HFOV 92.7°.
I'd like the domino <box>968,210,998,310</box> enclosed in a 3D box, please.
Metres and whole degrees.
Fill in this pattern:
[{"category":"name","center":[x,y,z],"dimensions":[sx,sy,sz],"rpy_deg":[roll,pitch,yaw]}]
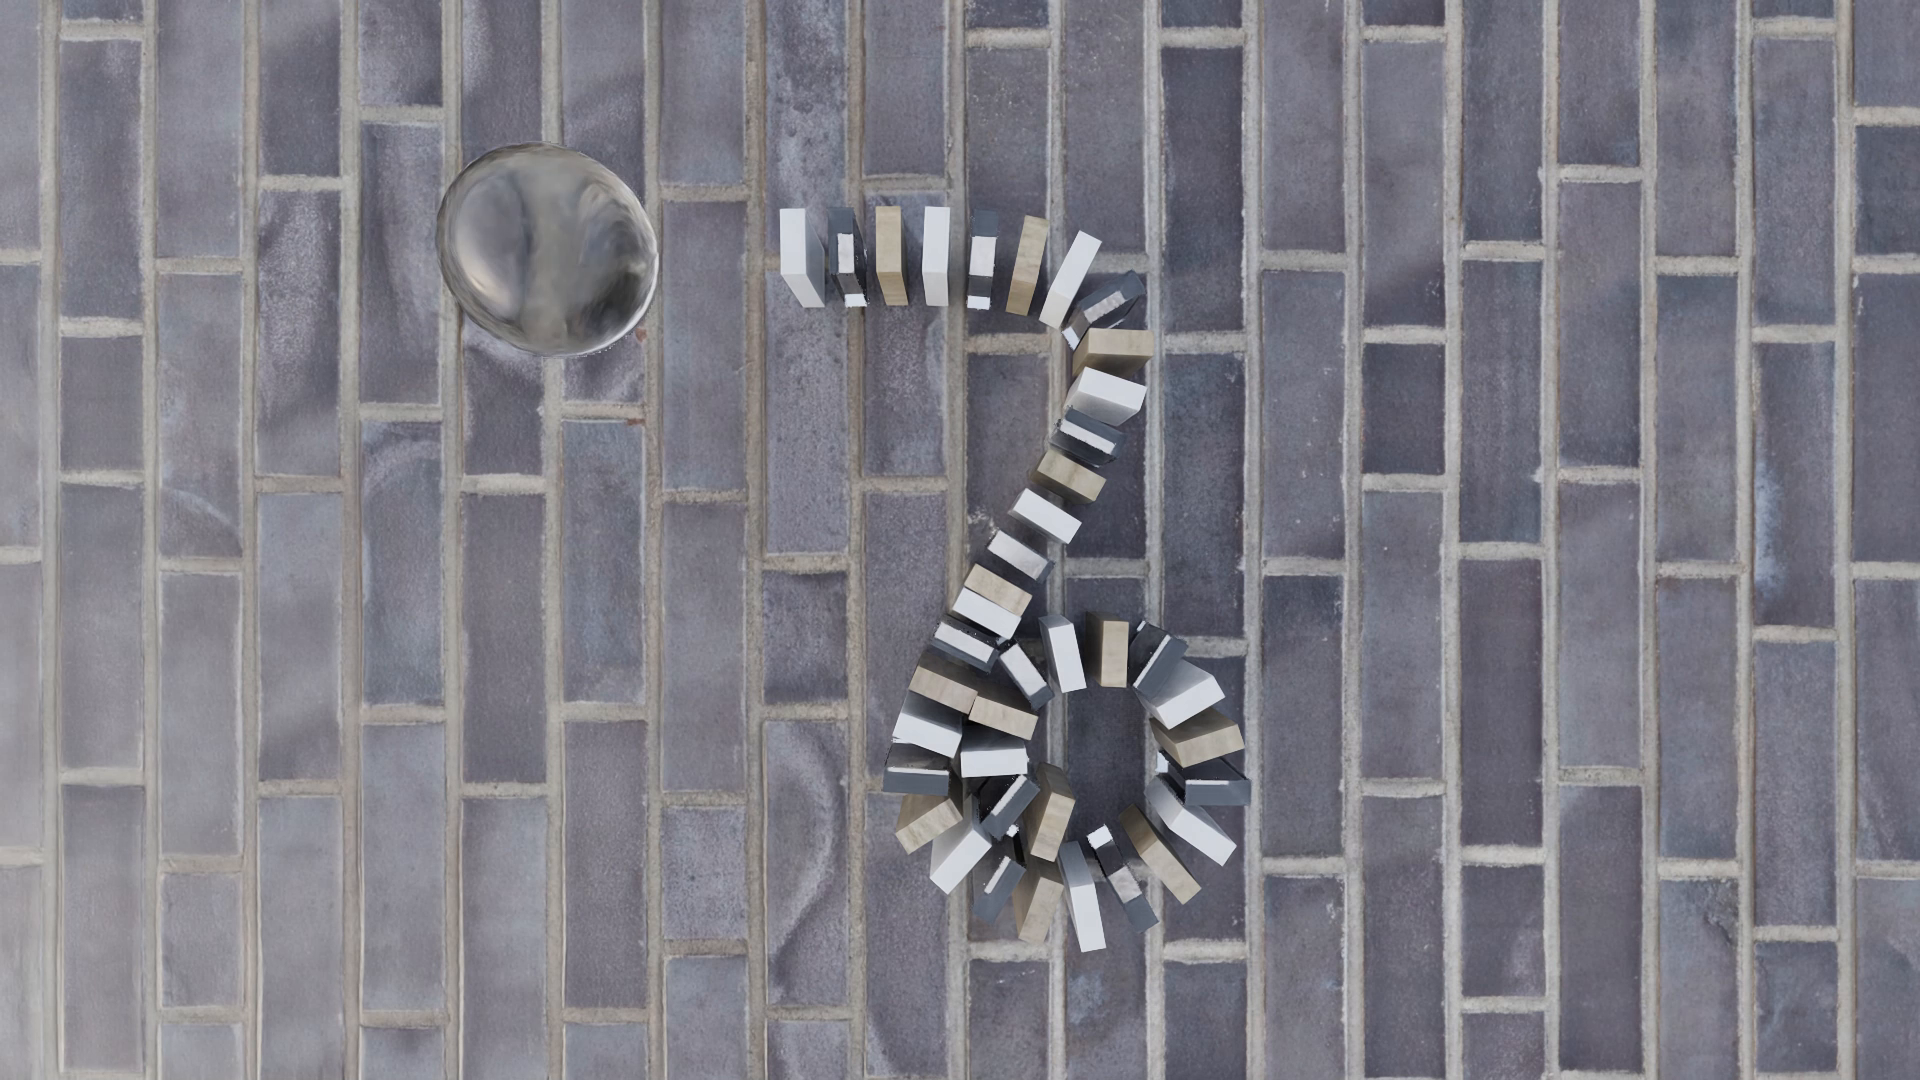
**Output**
[{"category":"domino","center":[0.009,-0.114,0.375],"dimensions":[0.009,0.050,0.025],"rpy_deg":[5,90,0]}]

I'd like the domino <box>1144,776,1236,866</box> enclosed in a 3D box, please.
[{"category":"domino","center":[0.093,0.114,0.375],"dimensions":[0.025,0.050,0.010],"rpy_deg":[35,90,0]}]

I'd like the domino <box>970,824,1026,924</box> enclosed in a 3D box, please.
[{"category":"domino","center":[0.015,0.134,0.375],"dimensions":[0.009,0.050,0.025],"rpy_deg":[32,90,0]}]

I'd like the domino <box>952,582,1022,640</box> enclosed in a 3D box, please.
[{"category":"domino","center":[0.010,0.028,0.375],"dimensions":[0.025,0.050,0.010],"rpy_deg":[28,90,0]}]

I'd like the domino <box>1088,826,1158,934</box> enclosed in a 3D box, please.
[{"category":"domino","center":[0.066,0.138,0.375],"dimensions":[0.009,0.050,0.025],"rpy_deg":[-30,90,0]}]

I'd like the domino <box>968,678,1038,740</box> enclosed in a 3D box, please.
[{"category":"domino","center":[0.017,0.068,0.375],"dimensions":[0.025,0.050,0.009],"rpy_deg":[19,90,0]}]

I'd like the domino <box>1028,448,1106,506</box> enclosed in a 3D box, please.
[{"category":"domino","center":[0.043,-0.025,0.375],"dimensions":[0.025,0.050,0.009],"rpy_deg":[29,90,0]}]

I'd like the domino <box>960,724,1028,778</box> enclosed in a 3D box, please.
[{"category":"domino","center":[0.013,0.085,0.375],"dimensions":[0.025,0.050,0.009],"rpy_deg":[-3,90,0]}]

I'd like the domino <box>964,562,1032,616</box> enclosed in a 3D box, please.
[{"category":"domino","center":[0.015,0.019,0.375],"dimensions":[0.025,0.050,0.010],"rpy_deg":[30,90,0]}]

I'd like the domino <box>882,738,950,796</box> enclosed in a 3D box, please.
[{"category":"domino","center":[-0.017,0.092,0.375],"dimensions":[0.025,0.050,0.010],"rpy_deg":[4,90,0]}]

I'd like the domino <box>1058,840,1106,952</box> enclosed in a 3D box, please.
[{"category":"domino","center":[0.049,0.144,0.375],"dimensions":[0.010,0.050,0.025],"rpy_deg":[-10,90,0]}]

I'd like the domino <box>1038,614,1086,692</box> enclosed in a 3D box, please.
[{"category":"domino","center":[0.041,0.045,0.375],"dimensions":[0.009,0.050,0.025],"rpy_deg":[-12,90,0]}]

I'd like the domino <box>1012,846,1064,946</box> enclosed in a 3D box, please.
[{"category":"domino","center":[0.031,0.142,0.375],"dimensions":[0.010,0.050,0.025],"rpy_deg":[20,90,0]}]

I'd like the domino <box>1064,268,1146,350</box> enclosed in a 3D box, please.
[{"category":"domino","center":[0.058,-0.093,0.375],"dimensions":[0.025,0.050,0.010],"rpy_deg":[-31,90,0]}]

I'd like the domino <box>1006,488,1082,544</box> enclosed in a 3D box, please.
[{"category":"domino","center":[0.033,-0.009,0.375],"dimensions":[0.025,0.050,0.009],"rpy_deg":[32,90,0]}]

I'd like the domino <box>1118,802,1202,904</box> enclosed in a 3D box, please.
[{"category":"domino","center":[0.081,0.127,0.375],"dimensions":[0.010,0.050,0.025],"rpy_deg":[-41,90,0]}]

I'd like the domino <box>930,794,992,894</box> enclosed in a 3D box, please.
[{"category":"domino","center":[0.000,0.123,0.375],"dimensions":[0.010,0.050,0.025],"rpy_deg":[42,90,0]}]

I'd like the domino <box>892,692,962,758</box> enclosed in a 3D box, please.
[{"category":"domino","center":[-0.013,0.075,0.375],"dimensions":[0.025,0.050,0.009],"rpy_deg":[20,90,0]}]

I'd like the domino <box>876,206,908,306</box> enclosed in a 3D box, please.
[{"category":"domino","center":[-0.027,-0.115,0.375],"dimensions":[0.009,0.050,0.025],"rpy_deg":[-1,90,0]}]

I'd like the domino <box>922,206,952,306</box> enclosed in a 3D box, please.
[{"category":"domino","center":[-0.009,-0.115,0.375],"dimensions":[0.009,0.050,0.025],"rpy_deg":[3,90,0]}]

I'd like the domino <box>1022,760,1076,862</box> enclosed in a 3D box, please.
[{"category":"domino","center":[0.036,0.110,0.375],"dimensions":[0.009,0.050,0.025],"rpy_deg":[19,90,0]}]

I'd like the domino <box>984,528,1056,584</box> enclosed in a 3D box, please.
[{"category":"domino","center":[0.024,0.006,0.375],"dimensions":[0.025,0.050,0.010],"rpy_deg":[33,90,0]}]

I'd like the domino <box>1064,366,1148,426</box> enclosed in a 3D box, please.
[{"category":"domino","center":[0.058,-0.058,0.375],"dimensions":[0.025,0.050,0.009],"rpy_deg":[18,90,0]}]

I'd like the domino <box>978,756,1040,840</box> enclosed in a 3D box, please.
[{"category":"domino","center":[0.019,0.102,0.375],"dimensions":[0.009,0.050,0.025],"rpy_deg":[39,90,0]}]

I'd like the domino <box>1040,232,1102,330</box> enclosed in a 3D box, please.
[{"category":"domino","center":[0.044,-0.105,0.375],"dimensions":[0.009,0.050,0.025],"rpy_deg":[27,90,0]}]

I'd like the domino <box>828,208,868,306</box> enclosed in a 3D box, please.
[{"category":"domino","center":[-0.046,-0.115,0.375],"dimensions":[0.010,0.050,0.025],"rpy_deg":[-2,90,0]}]

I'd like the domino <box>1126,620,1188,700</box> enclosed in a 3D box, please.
[{"category":"domino","center":[0.077,0.048,0.375],"dimensions":[0.009,0.050,0.025],"rpy_deg":[34,90,0]}]

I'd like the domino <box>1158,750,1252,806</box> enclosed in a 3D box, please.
[{"category":"domino","center":[0.099,0.097,0.375],"dimensions":[0.025,0.050,0.010],"rpy_deg":[0,90,0]}]

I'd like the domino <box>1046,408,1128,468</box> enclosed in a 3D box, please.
[{"category":"domino","center":[0.051,-0.041,0.375],"dimensions":[0.025,0.050,0.009],"rpy_deg":[26,90,0]}]

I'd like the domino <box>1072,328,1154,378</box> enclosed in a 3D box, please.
[{"category":"domino","center":[0.062,-0.076,0.375],"dimensions":[0.025,0.050,0.010],"rpy_deg":[3,90,0]}]

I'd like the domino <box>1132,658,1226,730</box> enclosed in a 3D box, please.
[{"category":"domino","center":[0.088,0.062,0.375],"dimensions":[0.025,0.050,0.009],"rpy_deg":[-30,90,0]}]

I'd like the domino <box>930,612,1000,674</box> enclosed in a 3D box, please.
[{"category":"domino","center":[0.002,0.041,0.375],"dimensions":[0.025,0.050,0.010],"rpy_deg":[27,90,0]}]

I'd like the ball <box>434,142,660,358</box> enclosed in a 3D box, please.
[{"category":"ball","center":[-0.160,-0.113,0.360],"dimensions":[0.080,0.080,0.080],"rpy_deg":[0,90,0]}]

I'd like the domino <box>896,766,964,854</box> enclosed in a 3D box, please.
[{"category":"domino","center":[-0.012,0.109,0.375],"dimensions":[0.025,0.050,0.010],"rpy_deg":[-33,90,0]}]

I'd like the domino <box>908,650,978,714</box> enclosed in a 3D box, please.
[{"category":"domino","center":[-0.006,0.057,0.375],"dimensions":[0.025,0.050,0.010],"rpy_deg":[23,90,0]}]

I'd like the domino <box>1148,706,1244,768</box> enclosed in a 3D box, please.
[{"category":"domino","center":[0.096,0.079,0.375],"dimensions":[0.025,0.050,0.010],"rpy_deg":[-18,90,0]}]

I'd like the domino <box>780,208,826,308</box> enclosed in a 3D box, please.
[{"category":"domino","center":[-0.064,-0.114,0.375],"dimensions":[0.009,0.050,0.025],"rpy_deg":[-1,90,0]}]

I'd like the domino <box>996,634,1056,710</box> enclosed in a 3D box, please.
[{"category":"domino","center":[0.025,0.052,0.375],"dimensions":[0.009,0.050,0.025],"rpy_deg":[-37,90,0]}]

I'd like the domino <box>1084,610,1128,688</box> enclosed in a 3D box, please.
[{"category":"domino","center":[0.059,0.044,0.375],"dimensions":[0.010,0.050,0.025],"rpy_deg":[2,90,0]}]

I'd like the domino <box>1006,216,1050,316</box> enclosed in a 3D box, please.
[{"category":"domino","center":[0.027,-0.111,0.375],"dimensions":[0.010,0.050,0.025],"rpy_deg":[12,90,0]}]
